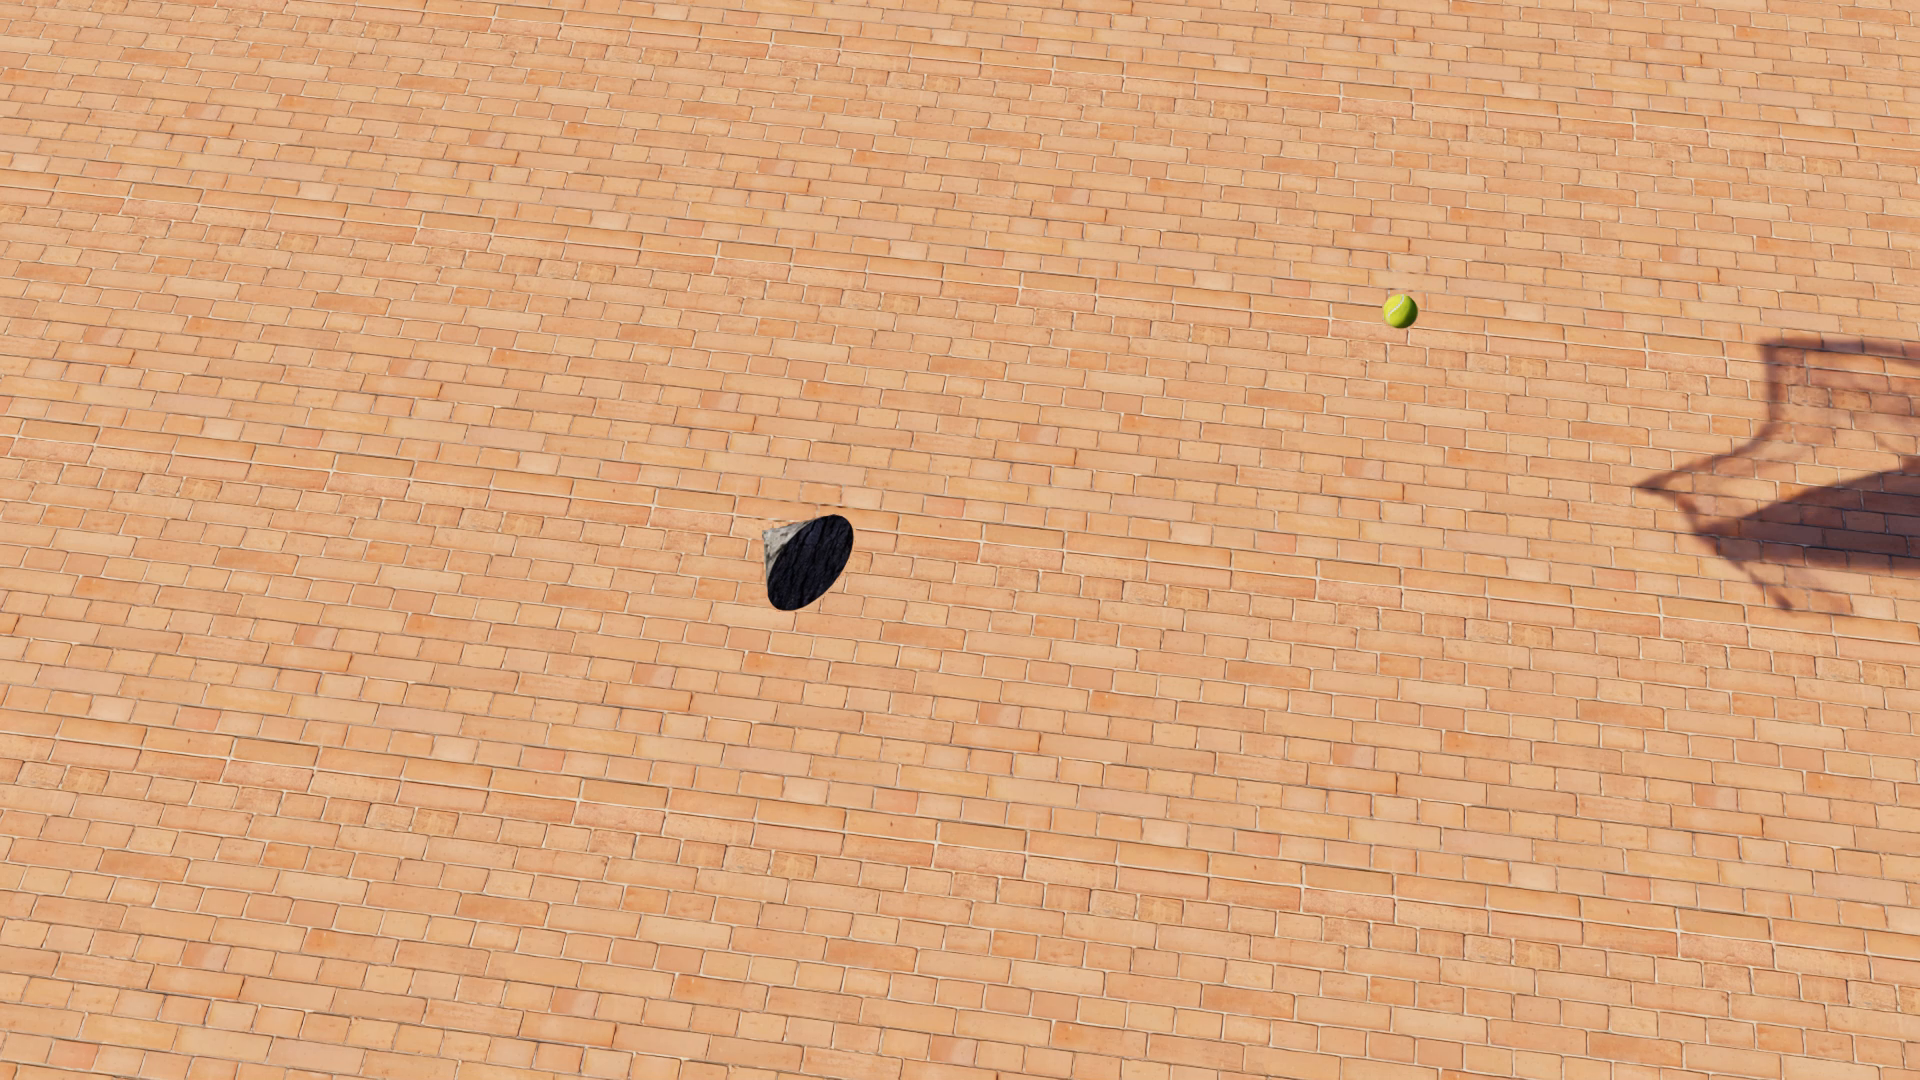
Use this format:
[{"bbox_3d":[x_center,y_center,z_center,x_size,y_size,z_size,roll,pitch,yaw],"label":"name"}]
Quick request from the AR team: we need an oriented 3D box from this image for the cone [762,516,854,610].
[{"bbox_3d":[-0.311,0.012,3.940,0.121,0.194,0.232,32,22,26],"label":"cone"}]
